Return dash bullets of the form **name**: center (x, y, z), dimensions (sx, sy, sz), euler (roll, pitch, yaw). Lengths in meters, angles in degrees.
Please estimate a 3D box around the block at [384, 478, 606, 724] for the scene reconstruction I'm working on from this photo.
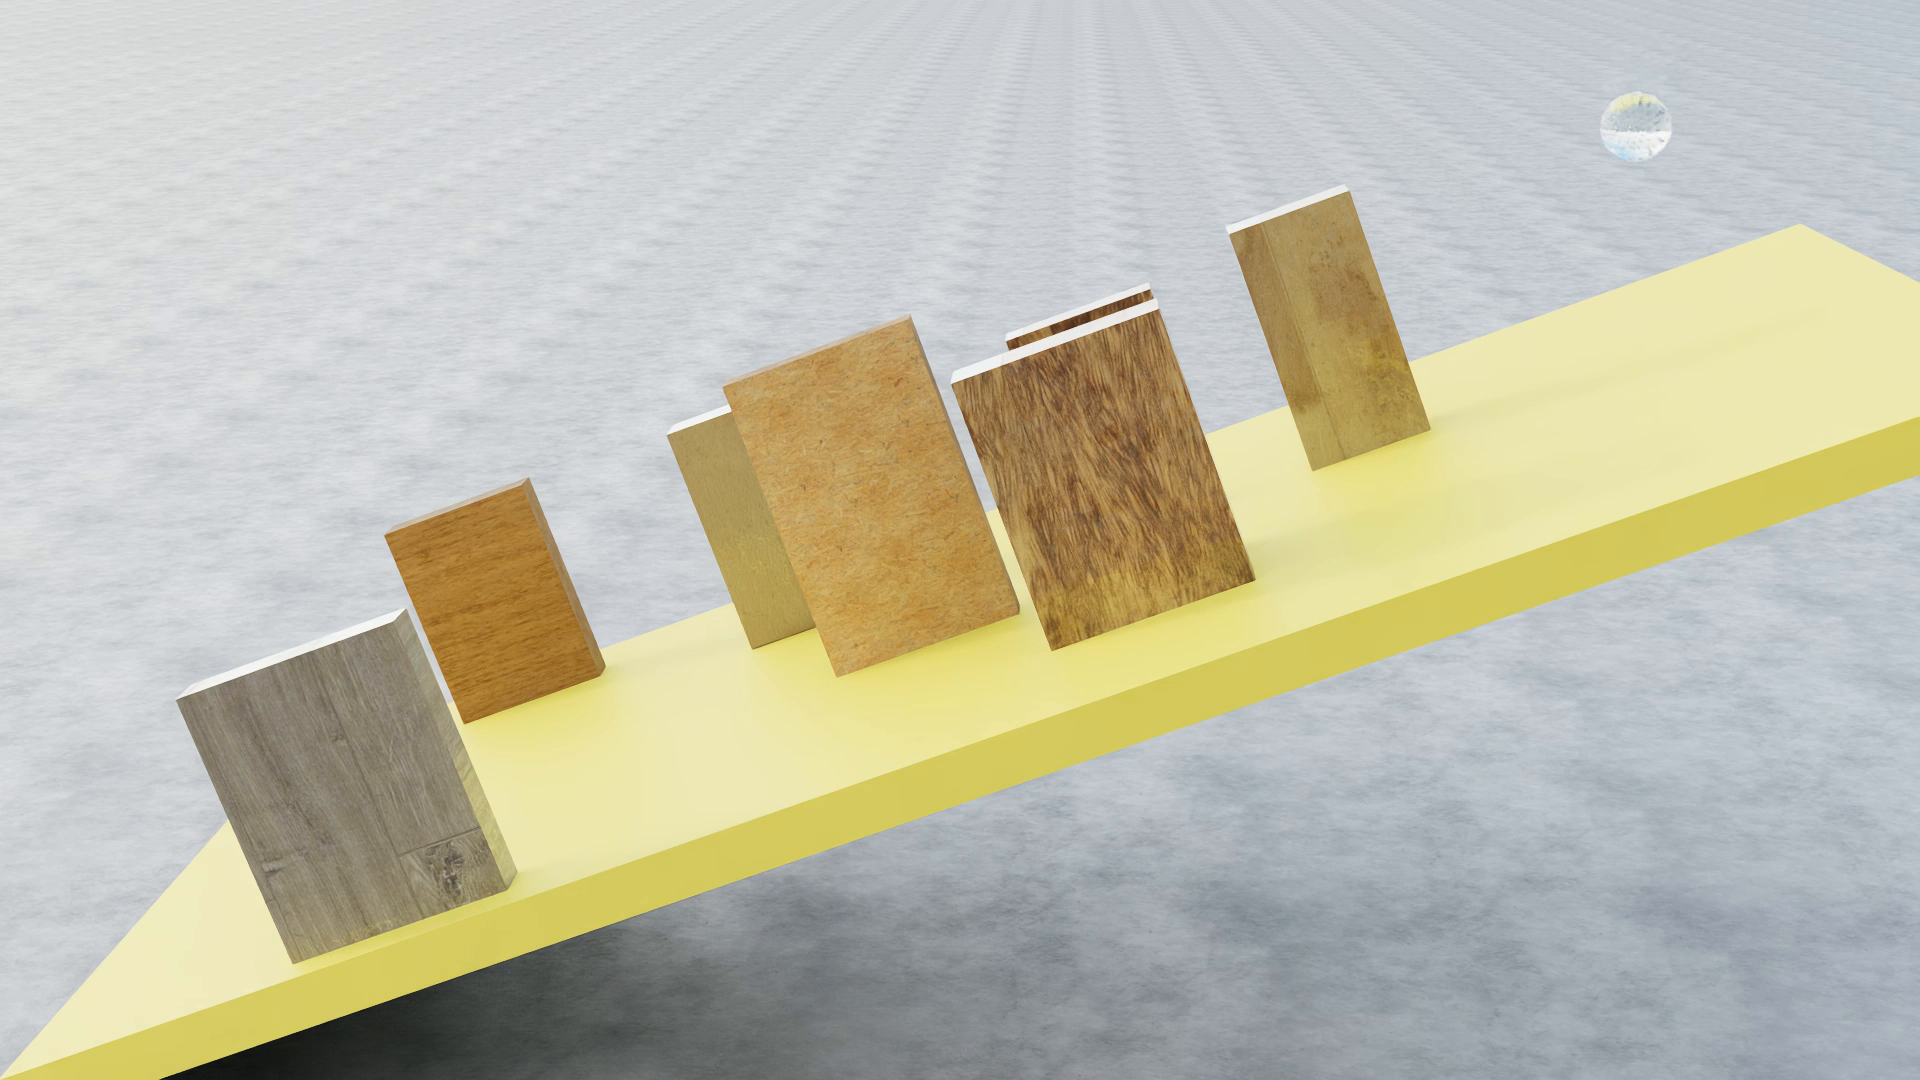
- **block**: center (-1.118, 0.147, 7.089), dimensions (0.357, 0.500, 0.096), euler (-20, 11, 6)

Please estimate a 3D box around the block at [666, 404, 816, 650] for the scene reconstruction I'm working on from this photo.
- **block**: center (-0.363, -0.078, 6.721), dimensions (0.435, 0.534, 0.125), euler (-20, 11, 6)

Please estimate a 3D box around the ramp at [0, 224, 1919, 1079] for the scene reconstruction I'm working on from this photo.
- **ramp**: center (0.116, 0.176, 6.297), dimensions (4.000, 0.100, 2.000), euler (-20, 11, 6)

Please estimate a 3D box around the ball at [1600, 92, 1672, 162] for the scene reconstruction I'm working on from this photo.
- **ball**: center (1.426, -0.870, 6.206), dimensions (0.147, 0.147, 0.147), euler (0, 13, 0)

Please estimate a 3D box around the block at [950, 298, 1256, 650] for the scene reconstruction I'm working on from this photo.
- **block**: center (0.281, -0.127, 5.731), dimensions (0.422, 0.564, 0.142), euler (-20, 11, 6)

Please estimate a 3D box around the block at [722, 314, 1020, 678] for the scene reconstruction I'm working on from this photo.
- **block**: center (-0.181, -0.089, 6.130), dimensions (0.409, 0.660, 0.080), euler (-20, 11, 6)

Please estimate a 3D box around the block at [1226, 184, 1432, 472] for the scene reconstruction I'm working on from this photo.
- **block**: center (0.801, -0.461, 6.397), dimensions (0.271, 0.552, 0.126), euler (-20, 11, 6)

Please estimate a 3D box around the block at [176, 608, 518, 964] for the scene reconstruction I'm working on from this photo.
- **block**: center (-1.150, 0.465, 5.536), dimensions (0.443, 0.554, 0.104), euler (-20, 11, 6)

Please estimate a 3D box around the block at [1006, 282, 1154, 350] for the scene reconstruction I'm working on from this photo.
- **block**: center (0.334, -0.191, 5.910), dimensions (0.303, 0.575, 0.095), euler (-20, 11, 6)
